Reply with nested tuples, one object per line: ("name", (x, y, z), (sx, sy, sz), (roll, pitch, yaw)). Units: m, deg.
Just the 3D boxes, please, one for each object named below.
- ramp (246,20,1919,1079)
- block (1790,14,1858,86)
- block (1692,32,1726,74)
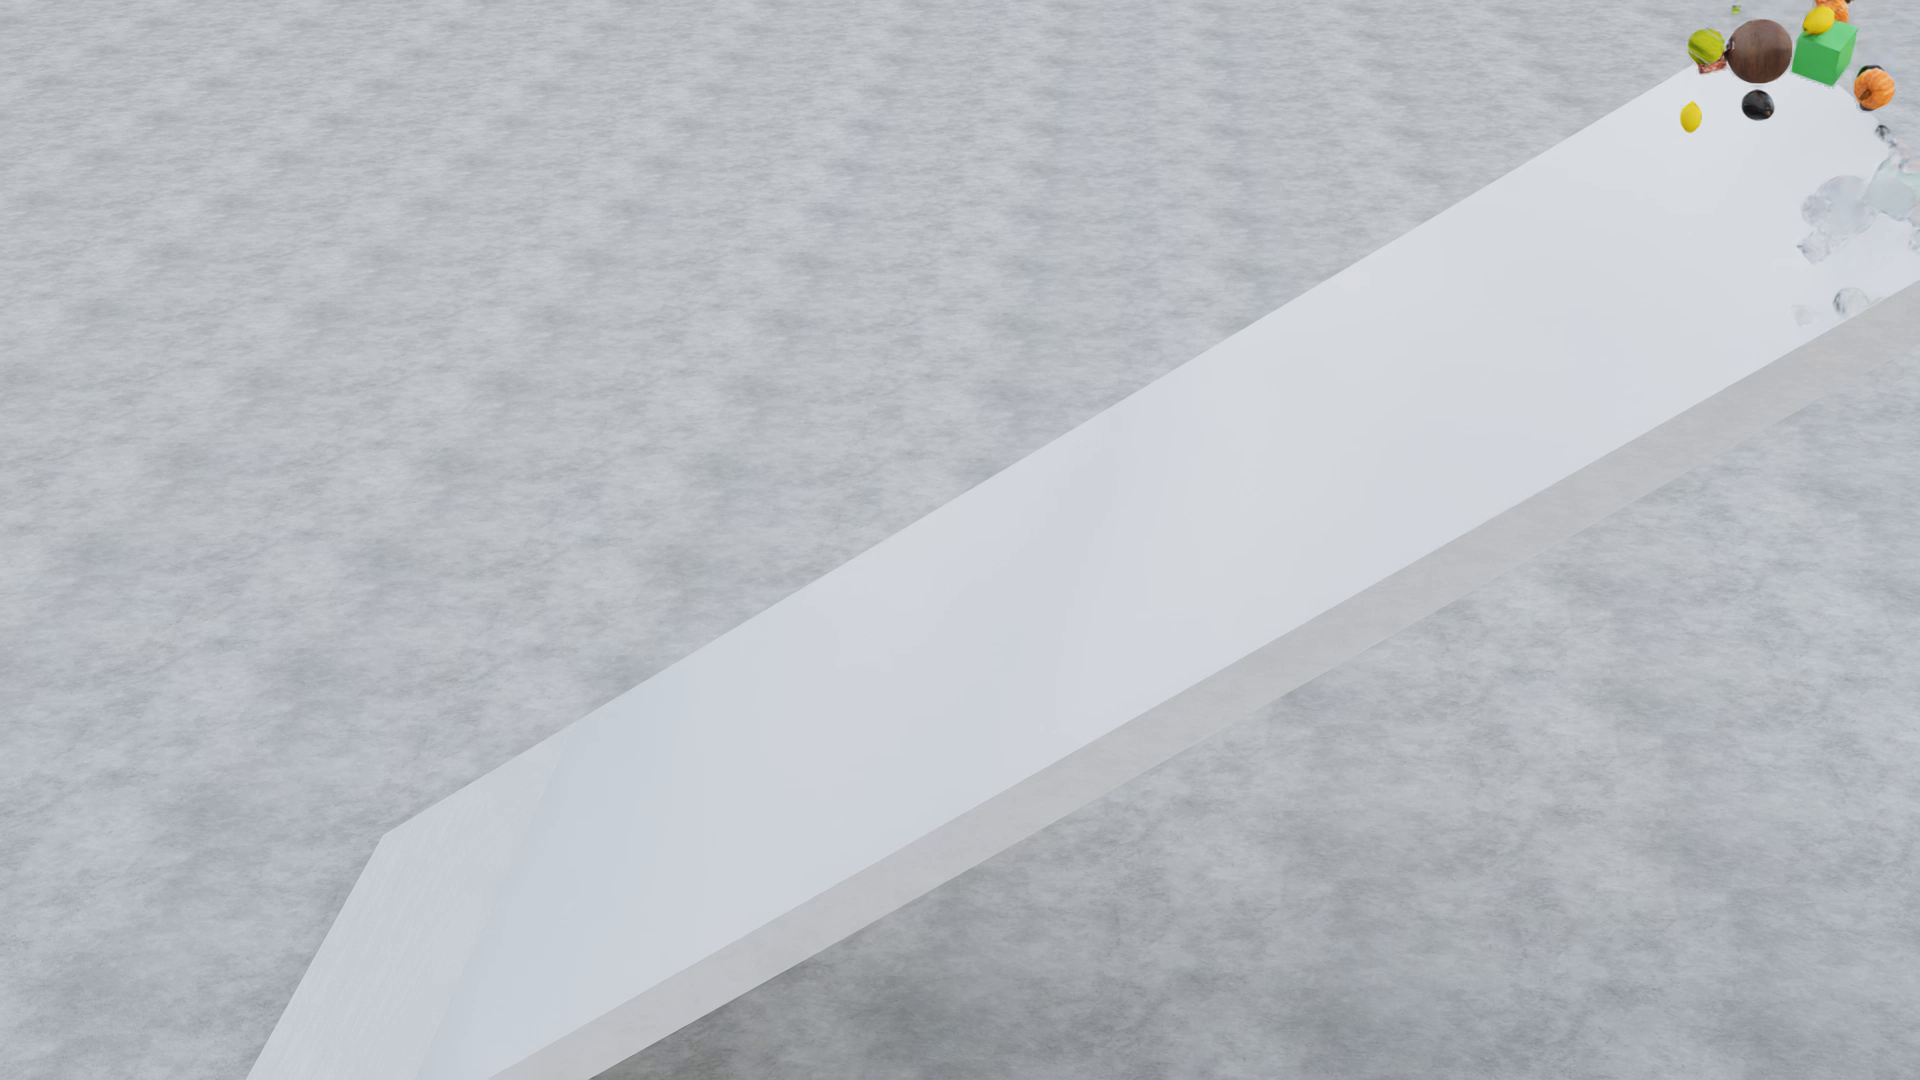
("ramp", (0.140, 0.170, 6.293), (4.000, 0.100, 2.000), (-30, 15, 13))
("block", (1.690, -0.958, 5.749), (0.087, 0.087, 0.087), (26, 54, 24))
("block", (1.505, -0.977, 5.903), (0.054, 0.054, 0.054), (-12, 37, 21))
